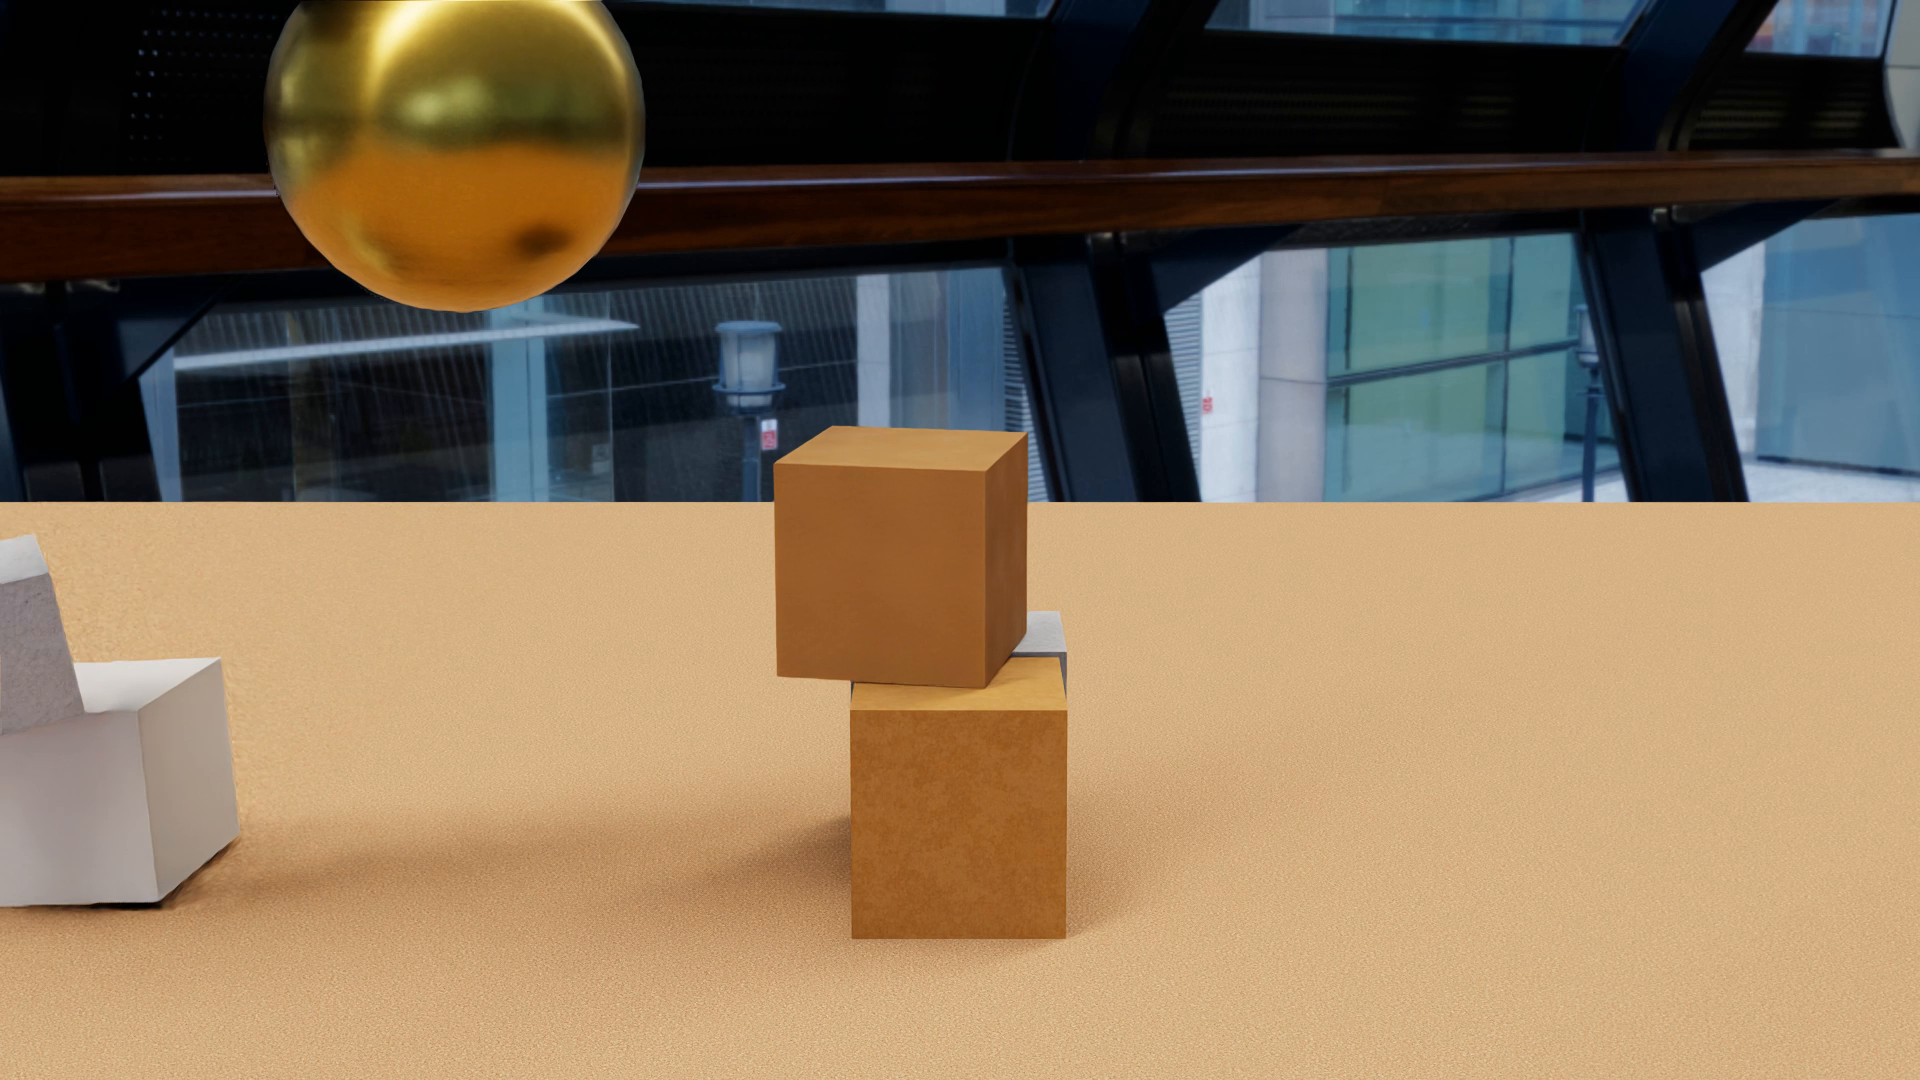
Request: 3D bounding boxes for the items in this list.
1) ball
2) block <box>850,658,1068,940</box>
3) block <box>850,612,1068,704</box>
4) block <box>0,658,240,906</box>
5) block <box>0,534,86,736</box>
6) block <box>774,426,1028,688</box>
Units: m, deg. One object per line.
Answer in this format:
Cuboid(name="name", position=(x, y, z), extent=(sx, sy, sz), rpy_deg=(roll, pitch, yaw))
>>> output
Cuboid(name="ball", position=(-2.128, -1.766, 10.859), extent=(1.600, 1.600, 1.600), rpy_deg=(0, 10, 0))
Cuboid(name="block", position=(-0.005, 1.079, 10.929), extent=(0.881, 0.967, 0.956), rpy_deg=(0, 10, 0))
Cuboid(name="block", position=(-0.006, 0.902, 11.836), extent=(0.956, 0.990, 0.869), rpy_deg=(0, 10, 0))
Cuboid(name="block", position=(-3.797, 1.052, 11.324), extent=(0.830, 0.834, 0.992), rpy_deg=(-2, 10, 5))
Cuboid(name="block", position=(-4.044, 0.412, 10.700), extent=(0.561, 0.623, 0.683), rpy_deg=(-15, 20, -21))
Cuboid(name="block", position=(-0.237, 0.050, 11.183), extent=(0.902, 0.923, 0.971), rpy_deg=(2, 12, 12))
